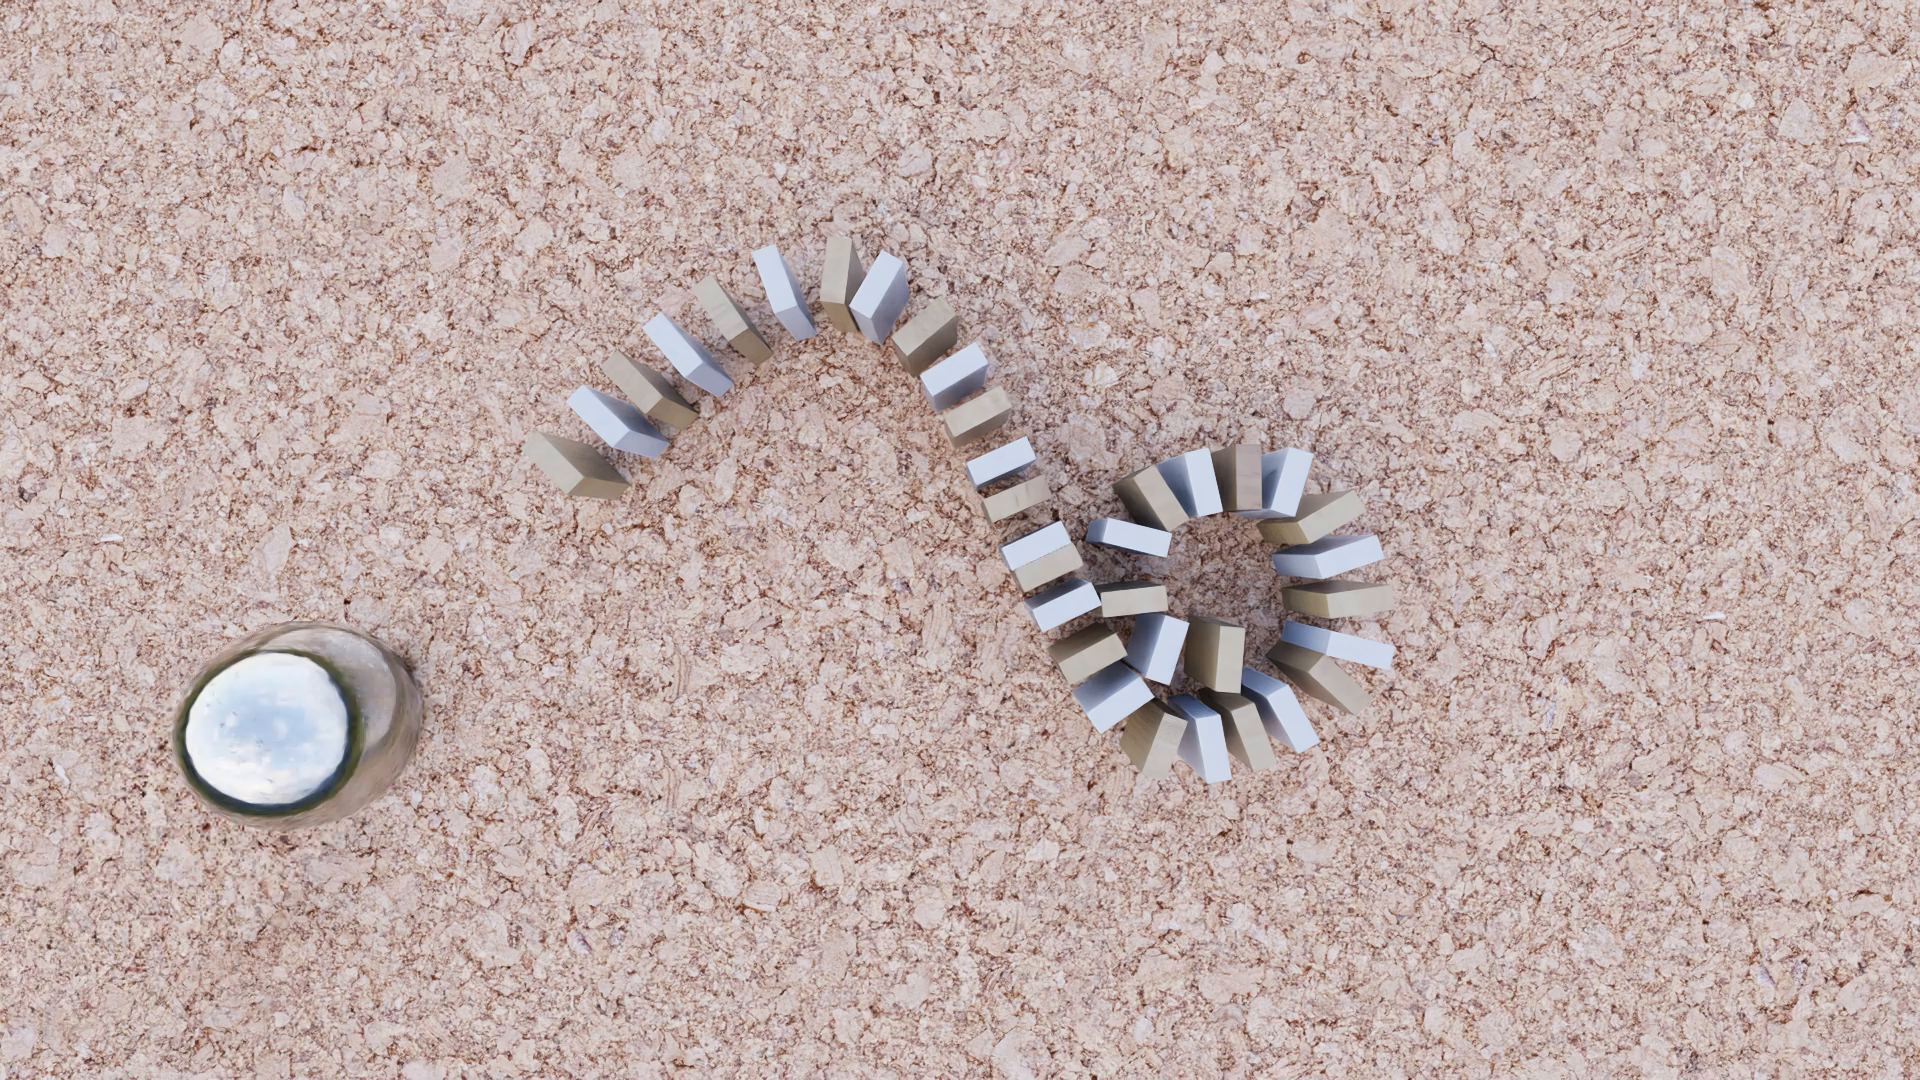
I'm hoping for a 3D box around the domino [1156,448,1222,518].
[{"bbox_3d":[0.093,-0.022,0.375,0.009,0.050,0.025,-13,90,0],"label":"domino"}]

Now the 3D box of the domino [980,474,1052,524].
[{"bbox_3d":[0.022,-0.016,0.375,0.025,0.050,0.009,-23,90,0],"label":"domino"}]

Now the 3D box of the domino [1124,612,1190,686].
[{"bbox_3d":[0.079,0.042,0.375,0.009,0.050,0.025,18,90,0],"label":"domino"}]

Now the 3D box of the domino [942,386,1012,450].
[{"bbox_3d":[0.007,-0.049,0.375,0.025,0.050,0.009,-28,90,0],"label":"domino"}]

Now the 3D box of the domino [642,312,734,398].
[{"bbox_3d":[-0.110,-0.075,0.375,0.009,0.050,0.025,-40,90,0],"label":"domino"}]

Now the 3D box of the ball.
[{"bbox_3d":[-0.258,0.073,0.360,0.080,0.080,0.080,0,90,0],"label":"ball"}]

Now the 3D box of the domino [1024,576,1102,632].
[{"bbox_3d":[0.041,0.026,0.375,0.025,0.050,0.009,-25,90,0],"label":"domino"}]

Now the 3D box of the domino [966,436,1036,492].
[{"bbox_3d":[0.016,-0.030,0.375,0.025,0.050,0.009,-24,90,0],"label":"domino"}]

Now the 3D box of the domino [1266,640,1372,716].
[{"bbox_3d":[0.145,0.055,0.375,0.025,0.050,0.009,43,90,0],"label":"domino"}]

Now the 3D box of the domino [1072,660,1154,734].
[{"bbox_3d":[0.061,0.063,0.375,0.025,0.050,0.009,-35,90,0],"label":"domino"}]

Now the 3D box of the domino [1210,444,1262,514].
[{"bbox_3d":[0.110,-0.024,0.375,0.009,0.050,0.025,-1,90,0],"label":"domino"}]

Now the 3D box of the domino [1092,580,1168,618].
[{"bbox_3d":[0.067,0.023,0.375,0.025,0.050,0.009,-7,90,0],"label":"domino"}]

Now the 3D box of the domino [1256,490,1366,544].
[{"bbox_3d":[0.142,-0.009,0.375,0.025,0.050,0.010,-30,90,0],"label":"domino"}]

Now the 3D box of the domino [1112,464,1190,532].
[{"bbox_3d":[0.077,-0.016,0.375,0.009,0.050,0.025,-33,90,0],"label":"domino"}]

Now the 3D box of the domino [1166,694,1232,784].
[{"bbox_3d":[0.097,0.080,0.375,0.009,0.050,0.025,-10,90,0],"label":"domino"}]

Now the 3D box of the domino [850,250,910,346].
[{"bbox_3d":[-0.032,-0.098,0.375,0.009,0.050,0.025,30,90,0],"label":"domino"}]

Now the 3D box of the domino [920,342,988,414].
[{"bbox_3d":[-0.002,-0.065,0.375,0.025,0.050,0.009,-31,90,0],"label":"domino"}]

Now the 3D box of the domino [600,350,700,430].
[{"bbox_3d":[-0.126,-0.060,0.375,0.010,0.050,0.025,-44,90,0],"label":"domino"}]

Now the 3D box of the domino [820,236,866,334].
[{"bbox_3d":[-0.047,-0.103,0.375,0.009,0.050,0.025,7,90,0],"label":"domino"}]

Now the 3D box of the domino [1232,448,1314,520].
[{"bbox_3d":[0.127,-0.022,0.375,0.009,0.050,0.025,17,90,0],"label":"domino"}]

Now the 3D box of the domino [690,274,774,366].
[{"bbox_3d":[-0.092,-0.089,0.375,0.009,0.050,0.025,-35,90,0],"label":"domino"}]

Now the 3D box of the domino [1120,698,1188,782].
[{"bbox_3d":[0.078,0.079,0.375,0.010,0.050,0.025,21,90,0],"label":"domino"}]

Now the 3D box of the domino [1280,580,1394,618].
[{"bbox_3d":[0.153,0.024,0.375,0.025,0.050,0.009,-8,90,0],"label":"domino"}]

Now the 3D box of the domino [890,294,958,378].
[{"bbox_3d":[-0.014,-0.082,0.375,0.025,0.050,0.010,-40,90,0],"label":"domino"}]

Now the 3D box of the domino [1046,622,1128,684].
[{"bbox_3d":[0.051,0.046,0.375,0.025,0.050,0.010,-28,90,0],"label":"domino"}]

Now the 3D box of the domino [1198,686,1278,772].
[{"bbox_3d":[0.112,0.076,0.375,0.010,0.050,0.025,-21,90,0],"label":"domino"}]

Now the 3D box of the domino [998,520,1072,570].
[{"bbox_3d":[0.029,0.002,0.375,0.025,0.050,0.009,-25,90,0],"label":"domino"}]

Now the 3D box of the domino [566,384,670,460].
[{"bbox_3d":[-0.139,-0.047,0.375,0.025,0.050,0.010,44,90,0],"label":"domino"}]

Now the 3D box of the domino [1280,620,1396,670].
[{"bbox_3d":[0.153,0.042,0.375,0.025,0.050,0.010,14,90,0],"label":"domino"}]

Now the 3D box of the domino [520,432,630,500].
[{"bbox_3d":[-0.156,-0.030,0.375,0.025,0.050,0.010,45,90,0],"label":"domino"}]

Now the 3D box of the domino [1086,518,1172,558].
[{"bbox_3d":[0.068,-0.001,0.375,0.025,0.050,0.009,14,90,0],"label":"domino"}]

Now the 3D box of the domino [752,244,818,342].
[{"bbox_3d":[-0.071,-0.100,0.375,0.010,0.050,0.025,-20,90,0],"label":"domino"}]

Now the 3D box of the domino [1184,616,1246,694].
[{"bbox_3d":[0.103,0.046,0.375,0.010,0.050,0.025,5,90,0],"label":"domino"}]

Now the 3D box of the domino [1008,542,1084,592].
[{"bbox_3d":[0.034,0.011,0.375,0.025,0.050,0.009,-25,90,0],"label":"domino"}]

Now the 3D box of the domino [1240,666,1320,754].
[{"bbox_3d":[0.127,0.068,0.375,0.009,0.050,0.025,-29,90,0],"label":"domino"}]

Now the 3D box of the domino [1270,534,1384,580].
[{"bbox_3d":[0.149,0.007,0.375,0.025,0.050,0.009,-19,90,0],"label":"domino"}]
